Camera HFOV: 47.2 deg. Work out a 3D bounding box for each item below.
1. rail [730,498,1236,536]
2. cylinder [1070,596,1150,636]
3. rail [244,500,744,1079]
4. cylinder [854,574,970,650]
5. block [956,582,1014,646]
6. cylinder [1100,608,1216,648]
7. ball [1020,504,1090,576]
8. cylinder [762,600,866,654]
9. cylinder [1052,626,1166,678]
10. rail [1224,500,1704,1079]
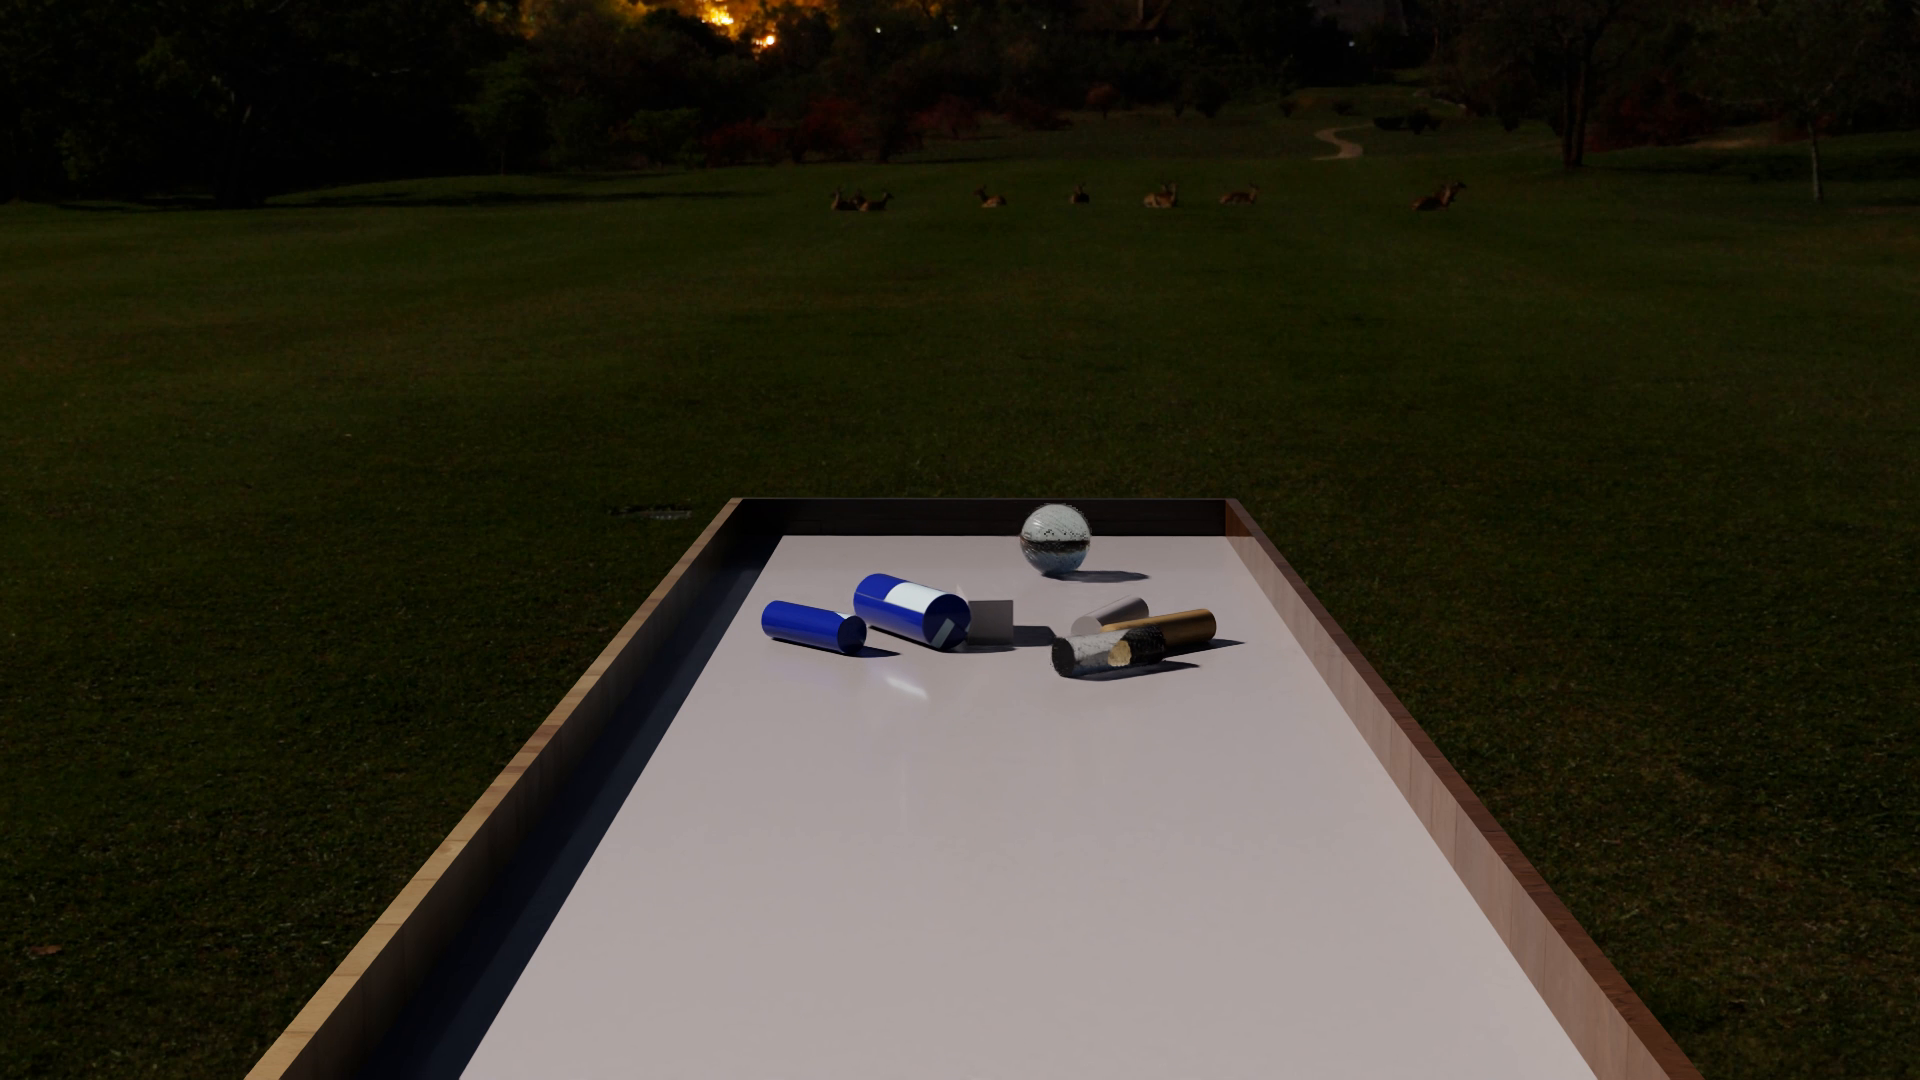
[{"bbox_3d":[0.099,-0.098,9.147,2.100,0.150,0.050,0,9,1],"label":"rail"},{"bbox_3d":[0.478,0.264,6.983,0.114,0.114,0.389,4,10,25],"label":"cylinder"},{"bbox_3d":[-1.004,0.839,3.234,0.050,0.150,12.000,0,9,1],"label":"rail"},{"bbox_3d":[-0.157,0.225,7.029,0.175,0.175,0.441,-6,11,-31],"label":"cylinder"},{"bbox_3d":[0.078,0.235,7.069,0.143,0.143,0.318,-1,9,-6],"label":"block"},{"bbox_3d":[0.617,0.289,6.854,0.411,0.104,0.104,-7,12,-38],"label":"cylinder"},{"bbox_3d":[0.355,-0.001,8.171,0.264,0.264,0.264,0,9,0],"label":"ball"},{"bbox_3d":[-0.460,0.273,6.901,0.360,0.122,0.122,9,13,44],"label":"cylinder"},{"bbox_3d":[0.444,0.330,6.549,0.339,0.116,0.116,-6,11,-33],"label":"cylinder"},{"bbox_3d":[1.046,0.843,3.208,0.050,0.150,12.000,0,9,1],"label":"rail"}]
